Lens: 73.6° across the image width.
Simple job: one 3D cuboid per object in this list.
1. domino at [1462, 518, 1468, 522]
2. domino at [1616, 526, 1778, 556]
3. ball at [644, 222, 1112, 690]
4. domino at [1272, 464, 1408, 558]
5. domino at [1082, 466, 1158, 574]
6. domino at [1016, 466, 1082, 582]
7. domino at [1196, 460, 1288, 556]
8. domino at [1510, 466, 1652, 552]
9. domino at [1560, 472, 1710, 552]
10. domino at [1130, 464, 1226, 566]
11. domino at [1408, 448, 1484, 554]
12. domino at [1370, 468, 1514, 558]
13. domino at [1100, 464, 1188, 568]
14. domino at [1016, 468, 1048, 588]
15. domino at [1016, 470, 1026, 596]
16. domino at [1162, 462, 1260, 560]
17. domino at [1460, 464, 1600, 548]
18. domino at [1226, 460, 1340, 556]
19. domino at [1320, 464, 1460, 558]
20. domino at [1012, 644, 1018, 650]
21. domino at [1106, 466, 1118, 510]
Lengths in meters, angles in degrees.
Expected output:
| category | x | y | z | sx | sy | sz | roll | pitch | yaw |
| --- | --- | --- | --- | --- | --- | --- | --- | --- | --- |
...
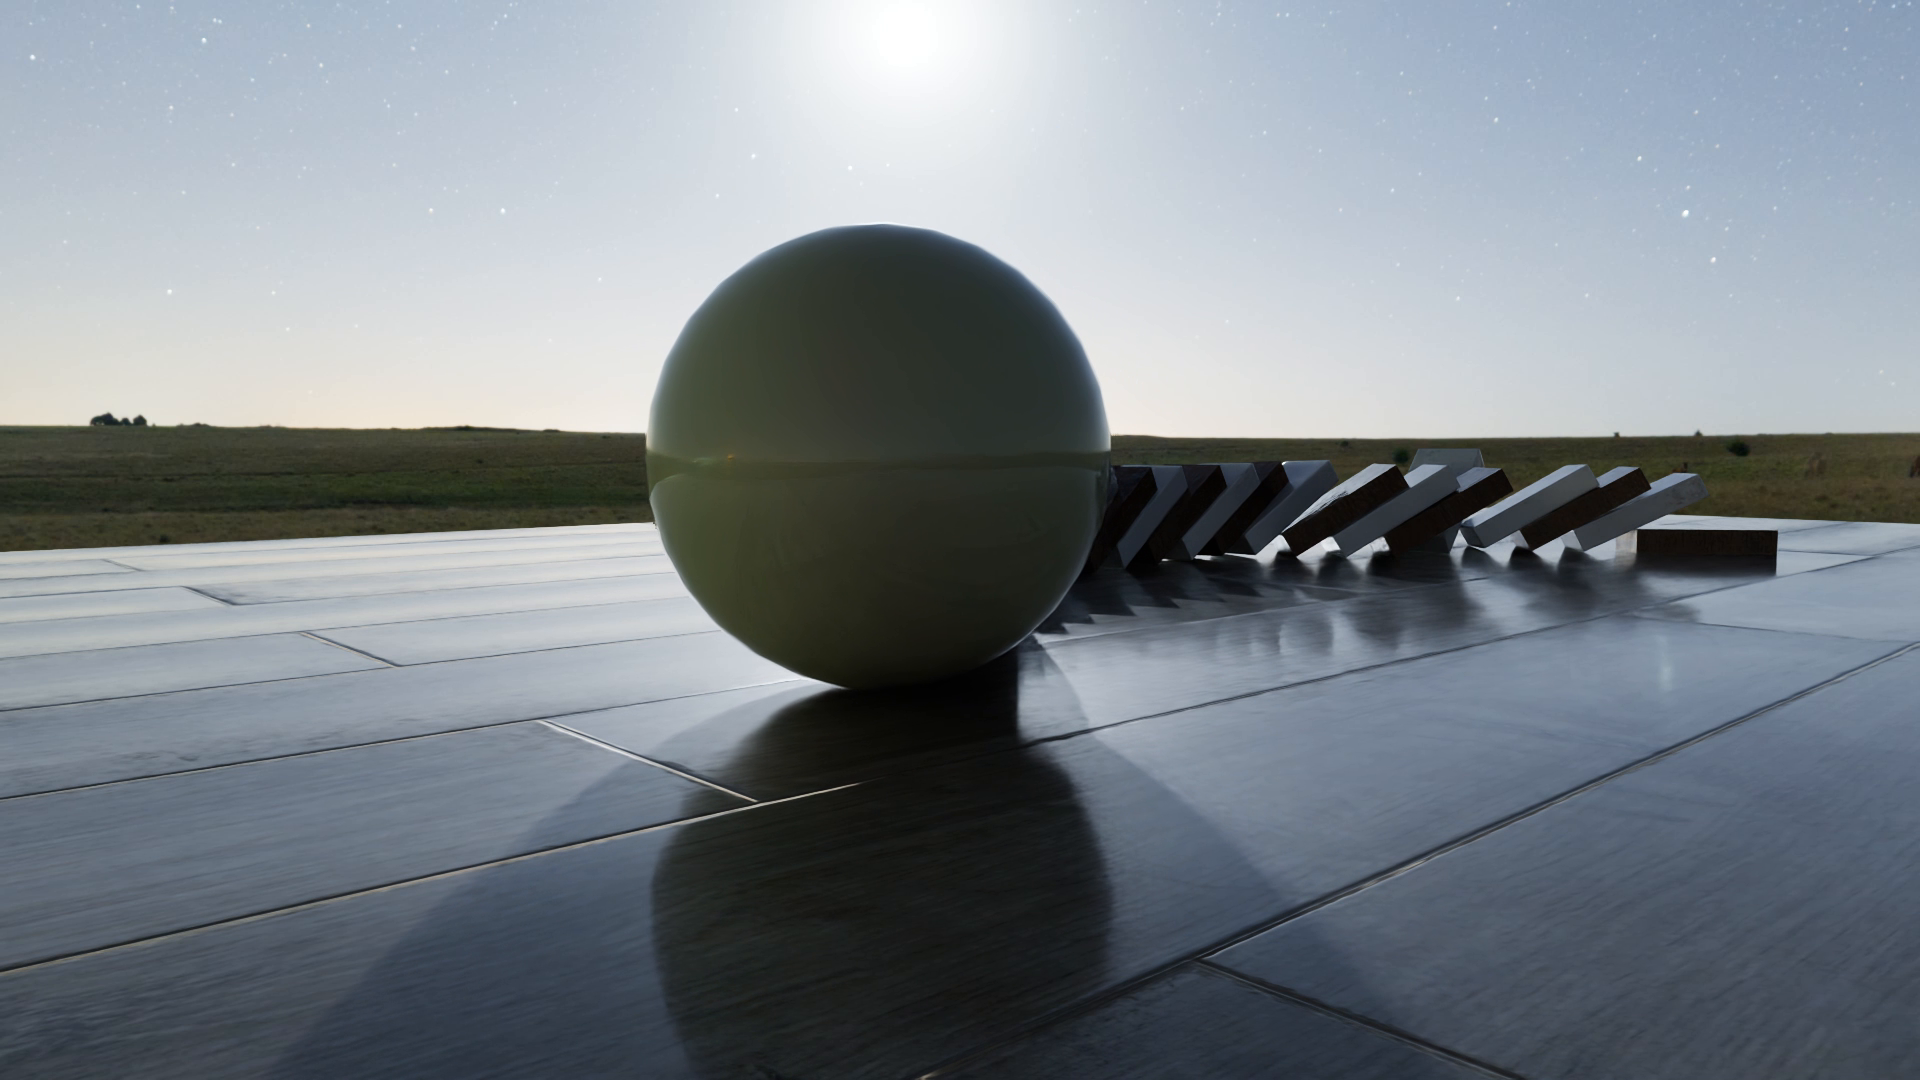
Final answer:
| category | x | y | z | sx | sy | sz | roll | pitch | yaw |
| --- | --- | --- | --- | --- | --- | --- | --- | --- | --- |
| domino | 0.198 | -0.007 | 0.544 | 0.025 | 0.009 | 0.050 | -23 | -7 | 28 |
| domino | 0.291 | 0.000 | 0.508 | 0.050 | 0.010 | 0.025 | 1 | 4 | 10 |
| ball | -0.014 | -0.014 | 0.223 | 0.080 | 0.080 | 0.080 | 0 | 4 | 0 |
| domino | 0.144 | -0.012 | 0.493 | 0.050 | 0.009 | 0.025 | -32 | 4 | 1 |
| domino | 0.046 | -0.008 | 0.444 | 0.025 | 0.009 | 0.050 | 3 | 37 | 37 |
| domino | 0.021 | -0.006 | 0.413 | 0.025 | 0.009 | 0.050 | 1 | 37 | 21 |
| domino | 0.102 | -0.012 | 0.494 | 0.025 | 0.009 | 0.050 | 1 | 36 | 50 |
| domino | 0.248 | -0.013 | 0.516 | 0.050 | 0.010 | 0.025 | -30 | -1 | 11 |
| domino | 0.267 | -0.011 | 0.512 | 0.050 | 0.010 | 0.025 | -26 | -1 | 10 |
| domino | 0.074 | -0.010 | 0.469 | 0.025 | 0.010 | 0.050 | 4 | 38 | 46 |
| domino | 0.190 | -0.016 | 0.515 | 0.025 | 0.009 | 0.050 | 4 | 48 | 40 |
| domino | 0.181 | -0.011 | 0.488 | 0.050 | 0.009 | 0.025 | -30 | 4 | 2 |
| domino | 0.058 | -0.009 | 0.457 | 0.025 | 0.010 | 0.050 | 4 | 38 | 40 |
| domino | 0.012 | -0.005 | 0.396 | 0.025 | 0.009 | 0.050 | 1 | 37 | 11 |
| domino | 0.006 | -0.003 | 0.377 | 0.025 | 0.010 | 0.050 | 0 | 37 | 5 |
| domino | 0.088 | -0.011 | 0.482 | 0.025 | 0.009 | 0.050 | 3 | 37 | 48 |
| domino | 0.230 | -0.014 | 0.522 | 0.050 | 0.009 | 0.025 | -30 | -1 | 8 |
| domino | 0.121 | -0.013 | 0.500 | 0.050 | 0.009 | 0.025 | -38 | 18 | -20 |
| domino | 0.163 | -0.011 | 0.490 | 0.050 | 0.010 | 0.025 | -32 | 4 | 2 |
| domino | 0.000 | -0.002 | 0.274 | 0.025 | 0.050 | 0.010 | 0 | -28 | 1 |
| domino | 0.032 | -0.007 | 0.429 | 0.025 | 0.009 | 0.050 | 2 | 37 | 29 |
